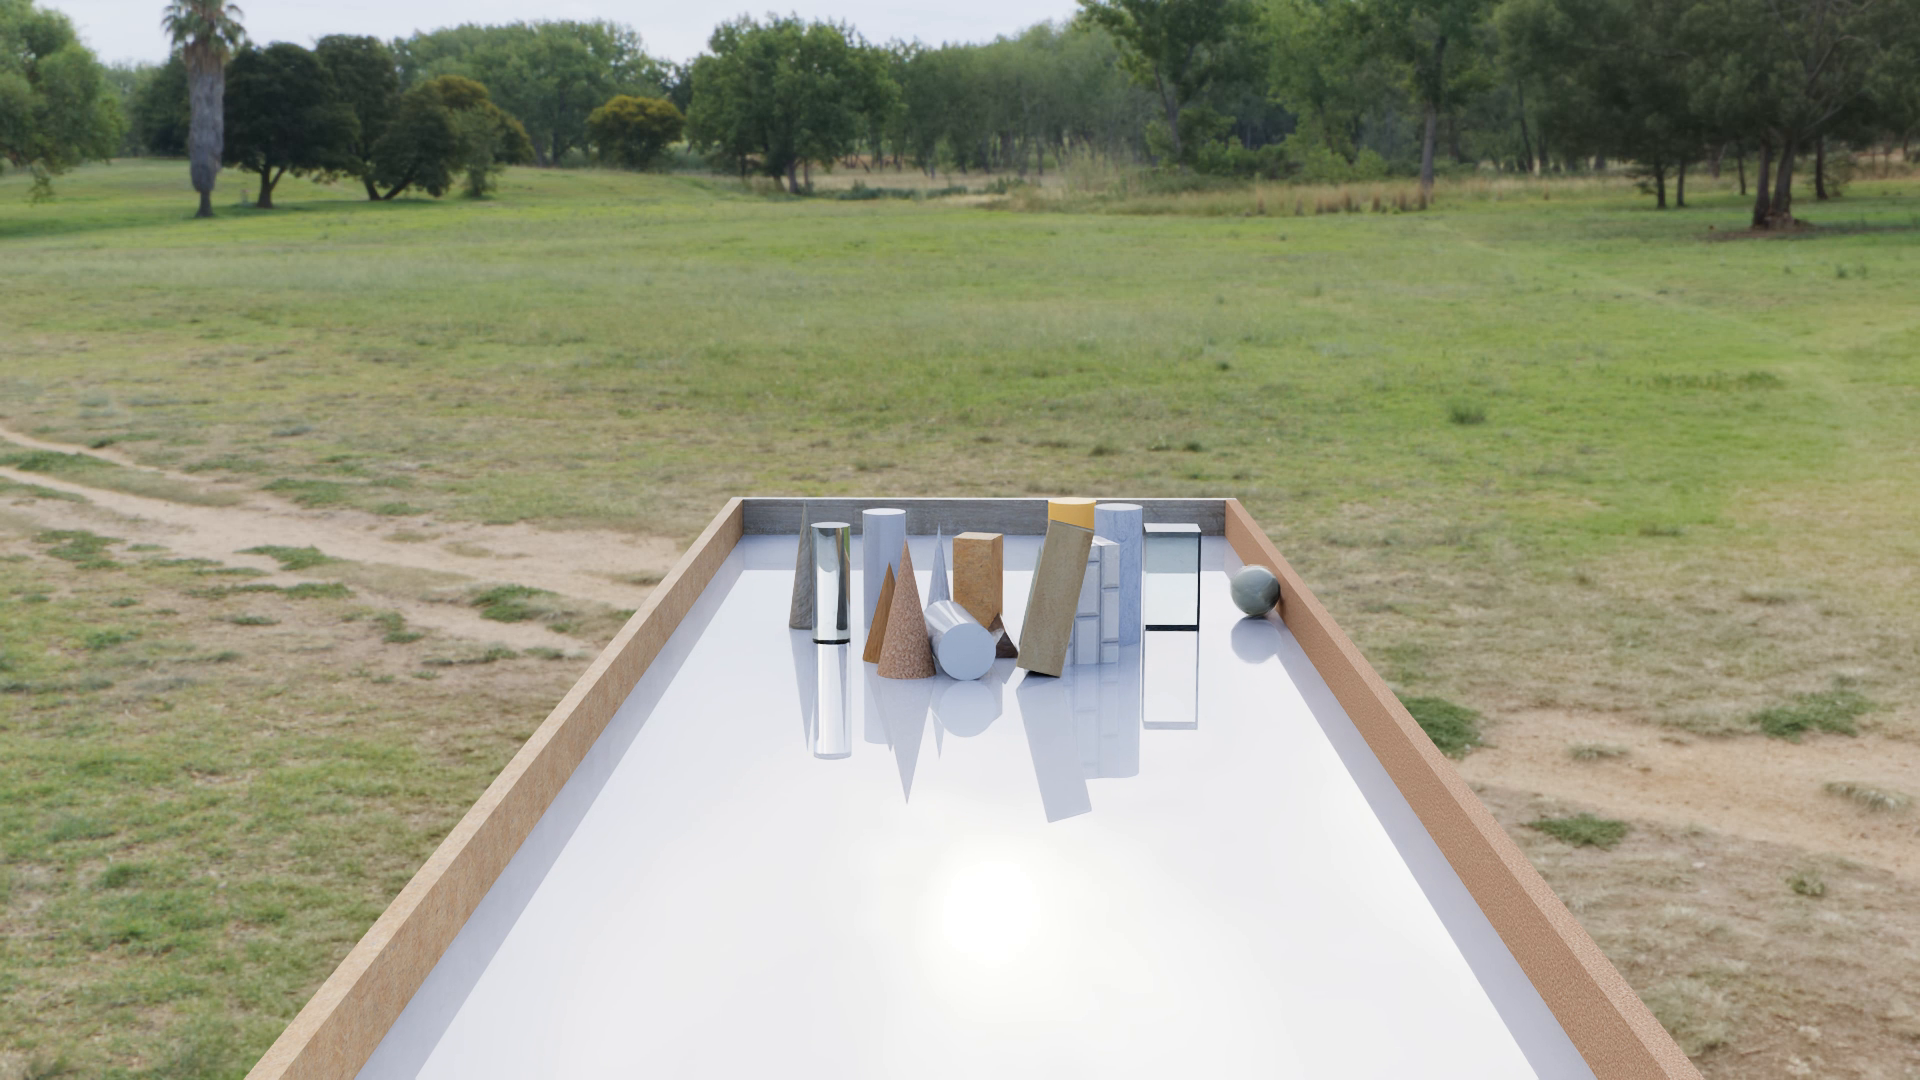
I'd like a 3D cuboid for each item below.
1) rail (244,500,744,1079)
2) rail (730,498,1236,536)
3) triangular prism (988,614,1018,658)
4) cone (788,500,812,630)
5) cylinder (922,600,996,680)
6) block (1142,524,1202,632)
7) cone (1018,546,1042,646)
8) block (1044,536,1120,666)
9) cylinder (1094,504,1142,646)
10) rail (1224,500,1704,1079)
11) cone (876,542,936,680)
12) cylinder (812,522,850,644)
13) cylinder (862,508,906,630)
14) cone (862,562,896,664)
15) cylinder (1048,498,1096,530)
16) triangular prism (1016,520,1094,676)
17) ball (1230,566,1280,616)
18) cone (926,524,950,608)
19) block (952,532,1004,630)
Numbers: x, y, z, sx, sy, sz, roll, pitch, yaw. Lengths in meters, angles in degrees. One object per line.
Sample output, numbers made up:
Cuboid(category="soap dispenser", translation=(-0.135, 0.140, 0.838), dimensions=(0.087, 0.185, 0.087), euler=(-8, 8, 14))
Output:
Cuboid(category="rail", translation=(-1.004, 0.839, 3.234), dimensions=(0.050, 0.150, 12.000), euler=(0, 9, 1))
Cuboid(category="rail", translation=(0.099, -0.098, 9.147), dimensions=(2.100, 0.150, 0.050), euler=(0, 9, 1))
Cuboid(category="triangular prism", translation=(0.130, 0.295, 6.875), dimensions=(0.093, 0.081, 0.311), euler=(0, 9, -3))
Cuboid(category="cone", translation=(-0.505, 0.073, 7.185), dimensions=(0.116, 0.426, 0.116), euler=(0, 9, 0))
Cuboid(category="cylinder", translation=(-0.013, 0.297, 6.584), dimensions=(0.172, 0.172, 0.362), euler=(-2, 9, -11))
Cuboid(category="block", translation=(0.692, 0.121, 7.196), dimensions=(0.176, 0.328, 0.176), euler=(0, 9, 2))
Cuboid(category="cone", translation=(0.250, 0.169, 6.915), dimensions=(0.133, 0.322, 0.133), euler=(0, 9, 0))
Cuboid(category="block", translation=(0.370, 0.182, 6.706), dimensions=(0.176, 0.361, 0.176), euler=(-3, 9, -17))
Cuboid(category="cylinder", translation=(0.499, 0.108, 6.955), dimensions=(0.152, 0.430, 0.152), euler=(0, 9, 0))
Cuboid(category="rail", translation=(1.046, 0.843, 3.208), dimensions=(0.050, 0.150, 12.000), euler=(0, 9, 1))
Cuboid(category="cone", translation=(-0.159, 0.192, 6.489), dimensions=(0.177, 0.409, 0.177), euler=(0, 9, 0))
Cuboid(category="cylinder", translation=(-0.408, 0.137, 6.956), dimensions=(0.123, 0.373, 0.123), euler=(0, 9, 0))
Cuboid(category="cylinder", translation=(-0.247, 0.095, 7.192), dimensions=(0.140, 0.381, 0.140), euler=(0, 9, 0))
Cuboid(category="cone", translation=(-0.214, 0.213, 6.703), dimensions=(0.171, 0.301, 0.171), euler=(0, 9, 0))
Cuboid(category="cylinder", translation=(0.366, 0.077, 7.201), dimensions=(0.156, 0.415, 0.156), euler=(0, 9, 0))
Cuboid(category="triangular prism", translation=(0.272, 0.170, 6.513), dimensions=(0.137, 0.444, 0.119), euler=(13, -2, -8))
Cuboid(category="ball", translation=(0.992, 0.172, 7.390), dimensions=(0.167, 0.167, 0.167), euler=(0, 9, 0))
Cuboid(category="cone", translation=(-0.065, 0.137, 6.912), dimensions=(0.115, 0.386, 0.115), euler=(0, 9, 0))
Cuboid(category="block", translation=(0.059, 0.136, 7.182), dimensions=(0.130, 0.303, 0.130), euler=(3, 9, 18))
